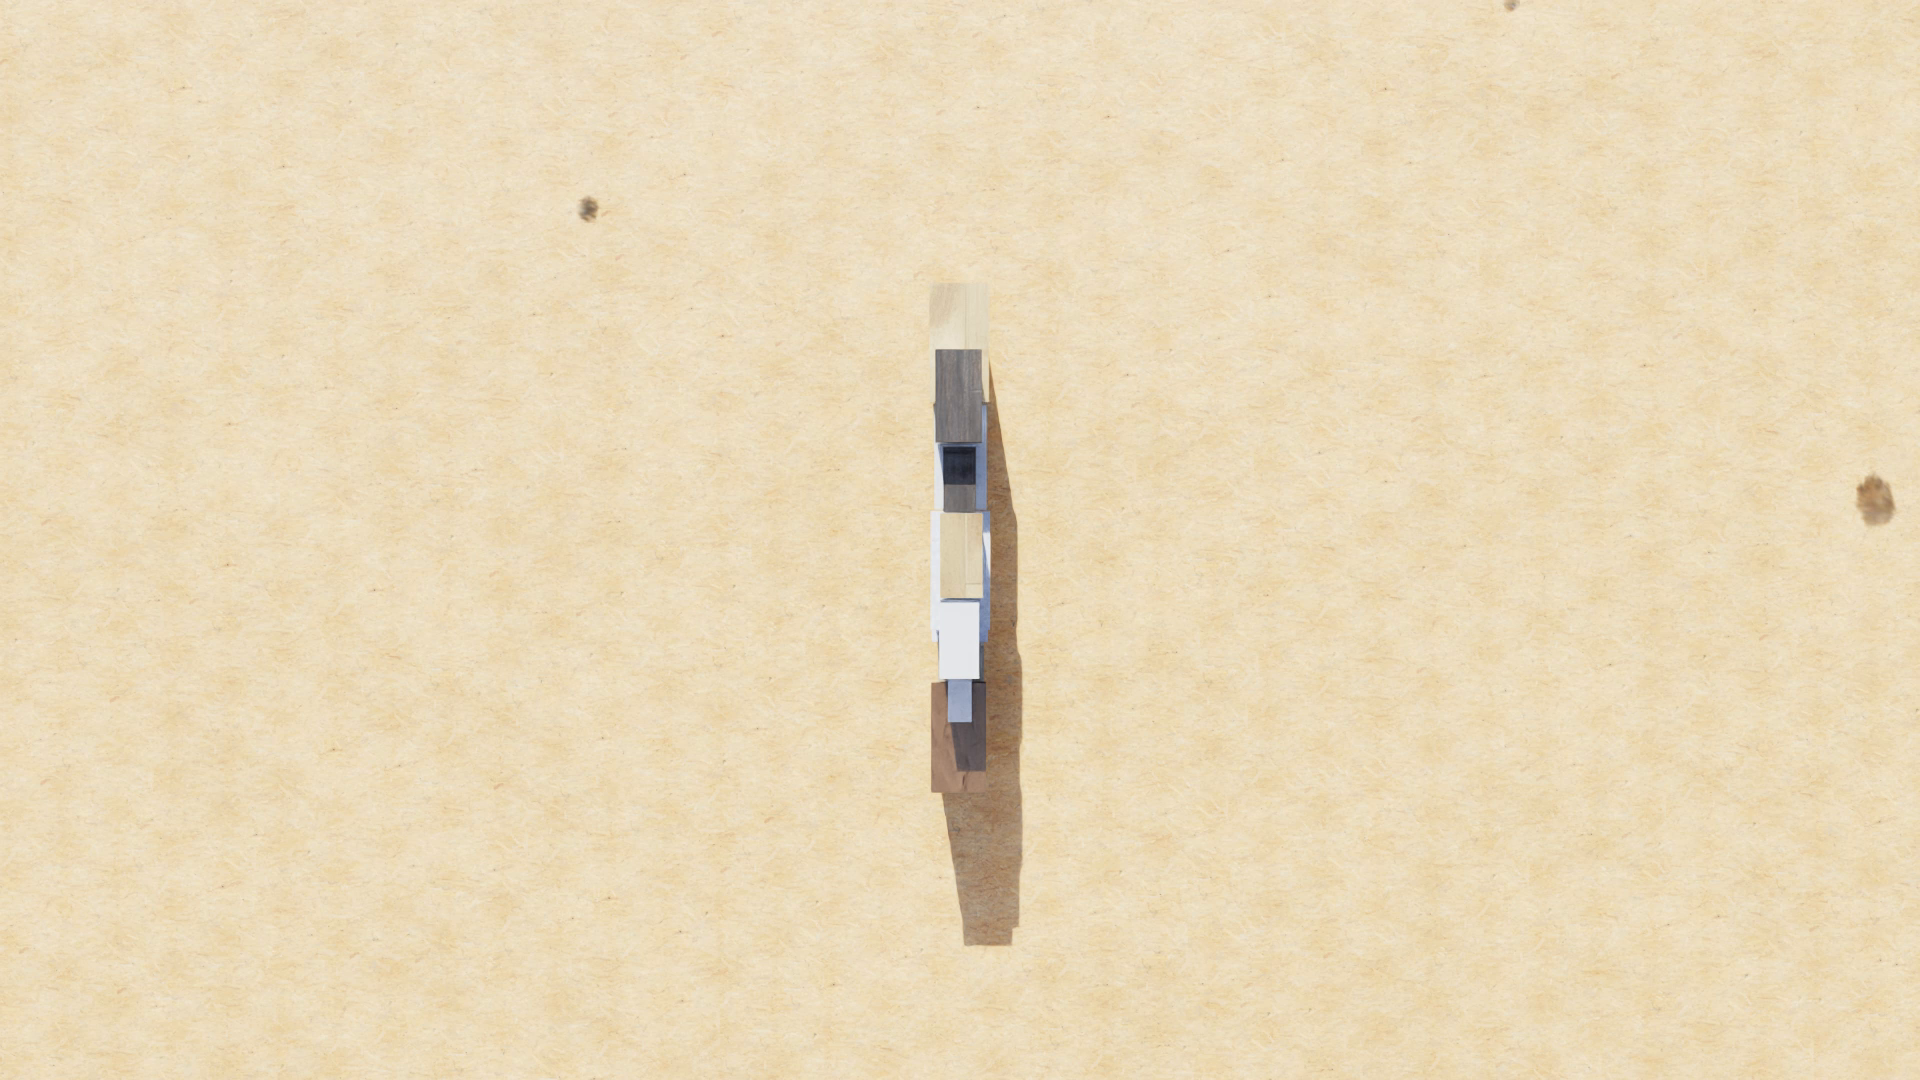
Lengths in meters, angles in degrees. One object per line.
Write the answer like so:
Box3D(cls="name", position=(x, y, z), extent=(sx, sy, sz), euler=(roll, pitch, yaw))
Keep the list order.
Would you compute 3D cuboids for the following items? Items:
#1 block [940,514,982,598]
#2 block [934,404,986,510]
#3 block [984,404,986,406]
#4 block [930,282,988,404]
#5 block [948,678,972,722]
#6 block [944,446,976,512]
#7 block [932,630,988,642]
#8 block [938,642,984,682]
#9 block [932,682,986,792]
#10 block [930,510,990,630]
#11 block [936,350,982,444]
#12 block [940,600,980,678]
Box3D(cls="block", position=(0.004, 0.042, 4.470), extent=(0.114, 0.032, 0.229), euler=(0, 90, 0))
Box3D(cls="block", position=(0.002, -0.240, 4.794), extent=(0.151, 0.043, 0.302), euler=(0, 90, 0))
Box3D(cls="block", position=(0.000, -0.441, 5.141), extent=(0.167, 0.047, 0.335), euler=(0, 90, 0))
Box3D(cls="block", position=(-0.003, -0.566, 4.752), extent=(0.171, 0.048, 0.341), euler=(0, 90, 0))
Box3D(cls="block", position=(-0.001, 0.447, 4.664), extent=(0.067, 0.019, 0.133), euler=(0, 90, 0))
Box3D(cls="block", position=(-0.001, -0.168, 4.579), extent=(0.090, 0.026, 0.181), euler=(0, 90, 0))
Box3D(cls="block", position=(0.000, 0.143, 5.128), extent=(0.174, 0.049, 0.347), euler=(0, 90, 0))
Box3D(cls="block", position=(0.003, 0.465, 5.193), extent=(0.144, 0.041, 0.287), euler=(0, 90, 0))
Box3D(cls="block", position=(-0.004, 0.576, 4.829), extent=(0.160, 0.045, 0.320), euler=(0, 90, 0))
Box3D(cls="block", position=(0.001, 0.087, 4.739), extent=(0.170, 0.048, 0.340), euler=(0, 90, 0))
Box3D(cls="block", position=(-0.004, -0.389, 4.459), extent=(0.126, 0.036, 0.251), euler=(0, 90, 0))
Box3D(cls="block", position=(-0.002, 0.269, 4.486), extent=(0.107, 0.030, 0.214), euler=(0, 90, 0))
